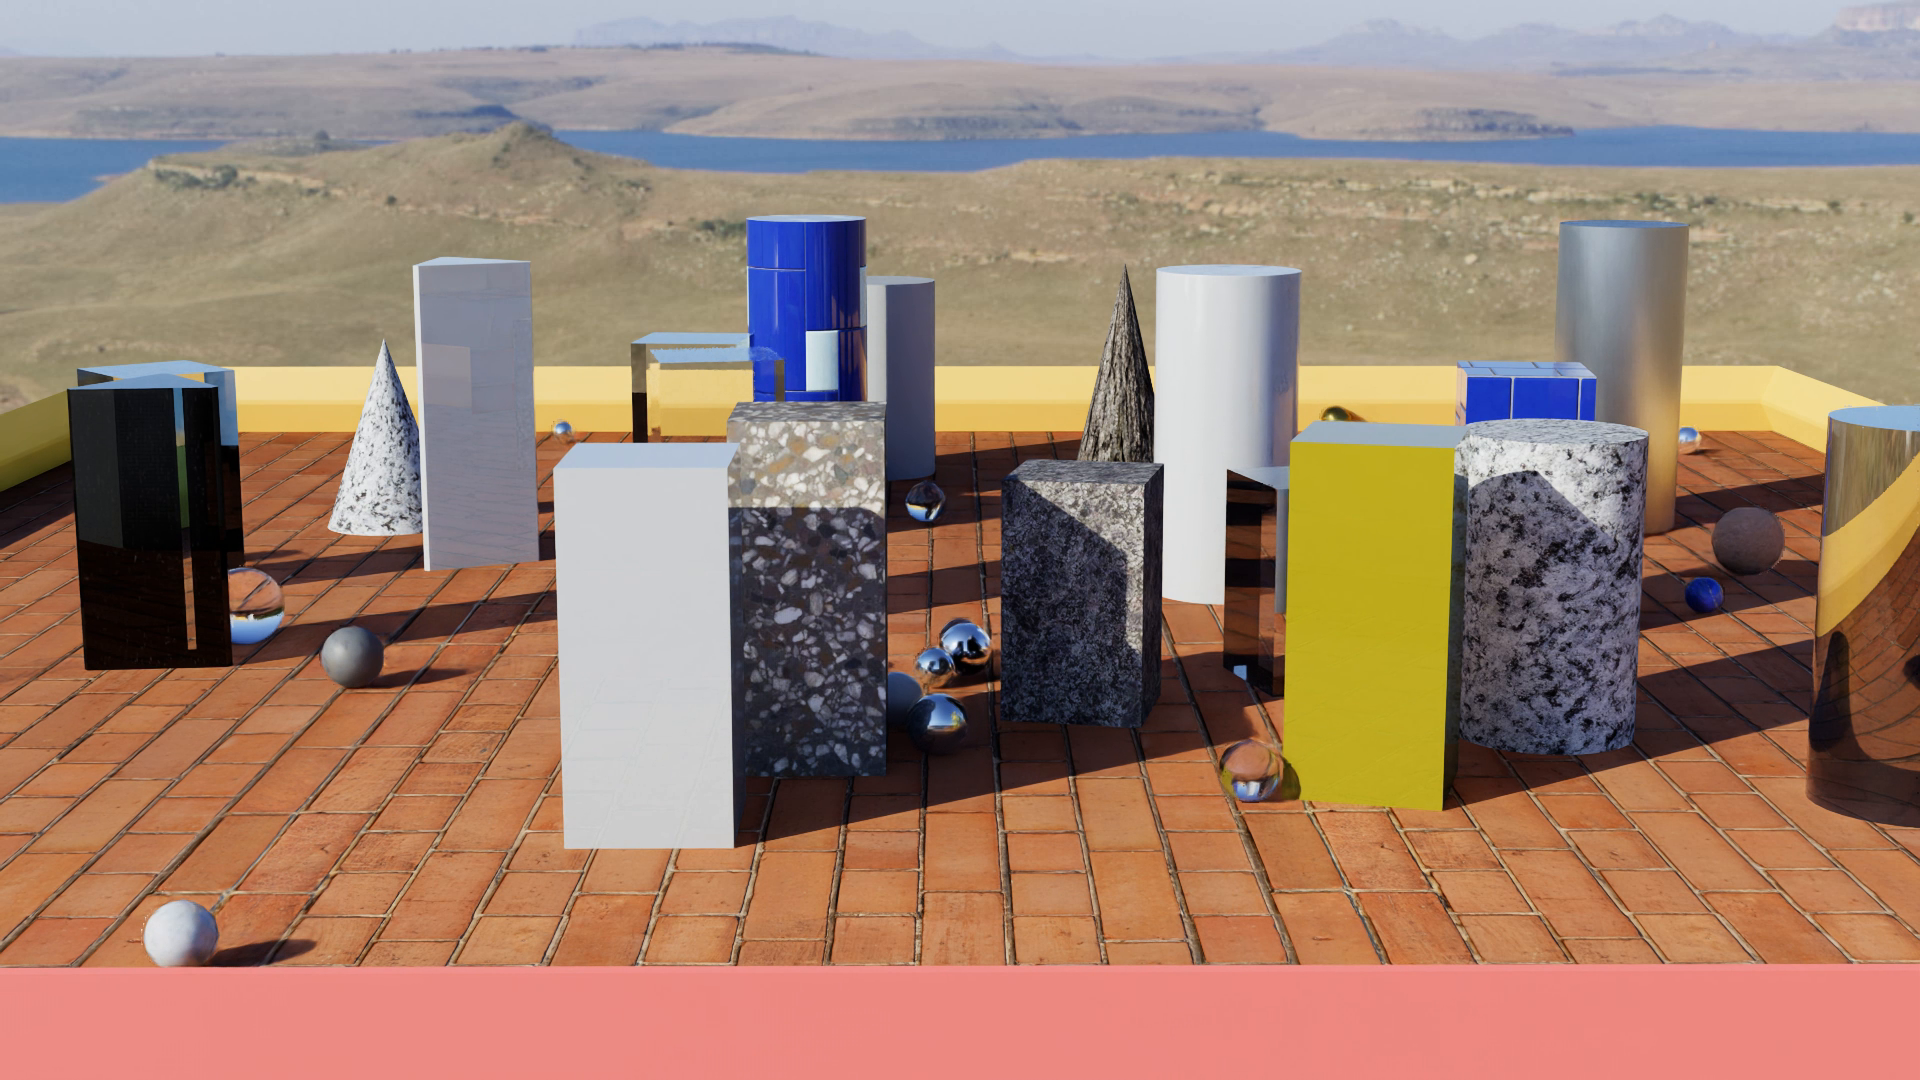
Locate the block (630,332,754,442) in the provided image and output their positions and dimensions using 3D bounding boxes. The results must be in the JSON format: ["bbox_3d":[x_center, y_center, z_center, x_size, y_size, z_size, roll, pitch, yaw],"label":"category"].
[{"bbox_3d":[-0.406,-0.152,3.939,0.160,0.317,0.160,1,11,5],"label":"block"}]

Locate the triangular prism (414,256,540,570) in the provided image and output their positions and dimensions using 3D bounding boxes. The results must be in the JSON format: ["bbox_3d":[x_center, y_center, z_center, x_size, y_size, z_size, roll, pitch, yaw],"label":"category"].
[{"bbox_3d":[-0.737,-0.193,3.811,0.173,0.444,0.150,-5,12,-27],"label":"triangular prism"}]

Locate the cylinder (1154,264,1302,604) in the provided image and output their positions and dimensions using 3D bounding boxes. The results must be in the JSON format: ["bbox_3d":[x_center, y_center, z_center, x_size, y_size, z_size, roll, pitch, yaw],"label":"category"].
[{"bbox_3d":[0.370,-0.150,3.568,0.199,0.449,0.199,0,10,0],"label":"cylinder"}]

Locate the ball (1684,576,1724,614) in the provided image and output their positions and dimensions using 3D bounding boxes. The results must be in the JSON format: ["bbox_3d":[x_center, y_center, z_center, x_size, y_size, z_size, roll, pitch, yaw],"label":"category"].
[{"bbox_3d":[1.002,0.074,3.452,0.050,0.050,0.050,0,10,0],"label":"ball"}]

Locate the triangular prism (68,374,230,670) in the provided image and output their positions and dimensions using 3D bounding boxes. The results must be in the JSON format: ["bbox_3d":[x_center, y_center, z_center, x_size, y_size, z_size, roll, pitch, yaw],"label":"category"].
[{"bbox_3d":[-0.991,-0.026,3.184,0.173,0.345,0.150,-1,11,-7],"label":"triangular prism"}]

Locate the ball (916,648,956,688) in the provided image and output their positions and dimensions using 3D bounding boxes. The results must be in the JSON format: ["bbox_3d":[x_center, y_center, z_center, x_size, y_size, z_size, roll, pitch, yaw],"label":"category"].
[{"bbox_3d":[-0.029,0.151,3.042,0.047,0.047,0.047,0,10,0],"label":"ball"}]

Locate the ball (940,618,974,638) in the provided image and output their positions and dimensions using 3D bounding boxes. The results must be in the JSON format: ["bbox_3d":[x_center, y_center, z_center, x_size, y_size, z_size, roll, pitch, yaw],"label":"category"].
[{"bbox_3d":[0.001,0.124,3.175,0.053,0.053,0.053,0,10,0],"label":"ball"}]

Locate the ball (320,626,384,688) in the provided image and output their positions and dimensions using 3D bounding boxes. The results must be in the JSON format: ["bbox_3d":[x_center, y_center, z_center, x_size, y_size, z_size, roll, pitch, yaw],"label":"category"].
[{"bbox_3d":[-0.720,0.139,3.040,0.073,0.073,0.073,0,10,0],"label":"ball"}]

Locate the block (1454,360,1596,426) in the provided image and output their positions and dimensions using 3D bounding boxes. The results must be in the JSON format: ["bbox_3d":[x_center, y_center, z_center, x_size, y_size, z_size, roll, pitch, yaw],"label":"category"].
[{"bbox_3d":[0.728,-0.053,3.338,0.160,0.342,0.160,1,11,6],"label":"block"}]

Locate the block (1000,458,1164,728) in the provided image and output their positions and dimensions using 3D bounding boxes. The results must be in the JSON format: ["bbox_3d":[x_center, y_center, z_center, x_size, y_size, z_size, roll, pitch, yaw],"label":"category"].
[{"bbox_3d":[0.141,0.057,2.926,0.160,0.274,0.160,2,11,12],"label":"block"}]

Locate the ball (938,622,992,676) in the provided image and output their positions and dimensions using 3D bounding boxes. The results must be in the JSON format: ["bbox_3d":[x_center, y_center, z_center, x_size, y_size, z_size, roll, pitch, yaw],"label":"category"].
[{"bbox_3d":[0.006,0.132,3.098,0.065,0.065,0.065,0,10,0],"label":"ball"}]

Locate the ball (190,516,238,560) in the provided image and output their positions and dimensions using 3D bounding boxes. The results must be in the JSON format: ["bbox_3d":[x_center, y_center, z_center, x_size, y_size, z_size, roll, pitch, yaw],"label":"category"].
[{"bbox_3d":[-1.111,-0.003,3.819,0.068,0.068,0.068,0,10,0],"label":"ball"}]

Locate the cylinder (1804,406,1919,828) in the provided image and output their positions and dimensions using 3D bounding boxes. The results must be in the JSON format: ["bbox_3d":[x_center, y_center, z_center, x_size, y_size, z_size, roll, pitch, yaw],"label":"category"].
[{"bbox_3d":[0.953,0.071,2.543,0.199,0.386,0.199,0,10,0],"label":"cylinder"}]

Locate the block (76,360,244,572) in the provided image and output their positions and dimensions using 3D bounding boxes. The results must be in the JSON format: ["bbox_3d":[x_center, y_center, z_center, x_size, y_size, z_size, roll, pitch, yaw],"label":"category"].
[{"bbox_3d":[-1.119,-0.085,3.598,0.160,0.310,0.160,-9,14,-40],"label":"block"}]

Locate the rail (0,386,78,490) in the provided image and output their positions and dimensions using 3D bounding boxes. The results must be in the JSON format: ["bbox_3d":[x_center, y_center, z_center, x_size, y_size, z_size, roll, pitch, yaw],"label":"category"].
[{"bbox_3d":[-1.634,0.035,3.439,0.045,0.130,3.494,0,10,0],"label":"rail"}]

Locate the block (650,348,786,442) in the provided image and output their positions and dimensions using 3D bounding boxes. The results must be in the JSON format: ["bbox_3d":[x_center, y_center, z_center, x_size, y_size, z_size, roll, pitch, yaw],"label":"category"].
[{"bbox_3d":[-0.319,-0.068,3.382,0.160,0.354,0.160,-2,11,-11],"label":"block"}]

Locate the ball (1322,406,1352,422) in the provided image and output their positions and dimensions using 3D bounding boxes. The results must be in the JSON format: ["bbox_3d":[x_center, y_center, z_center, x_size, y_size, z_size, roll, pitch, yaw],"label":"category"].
[{"bbox_3d":[0.751,-0.239,5.118,0.059,0.059,0.059,0,10,0],"label":"ball"}]

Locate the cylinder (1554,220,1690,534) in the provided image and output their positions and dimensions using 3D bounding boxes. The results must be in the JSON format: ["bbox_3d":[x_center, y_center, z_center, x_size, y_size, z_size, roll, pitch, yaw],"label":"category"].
[{"bbox_3d":[1.048,-0.263,4.091,0.199,0.480,0.199,0,10,0],"label":"cylinder"}]

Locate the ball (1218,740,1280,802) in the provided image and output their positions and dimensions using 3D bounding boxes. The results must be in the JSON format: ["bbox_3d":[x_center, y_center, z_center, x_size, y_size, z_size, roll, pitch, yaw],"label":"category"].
[{"bbox_3d":[0.290,0.231,2.570,0.062,0.062,0.062,0,10,0],"label":"ball"}]

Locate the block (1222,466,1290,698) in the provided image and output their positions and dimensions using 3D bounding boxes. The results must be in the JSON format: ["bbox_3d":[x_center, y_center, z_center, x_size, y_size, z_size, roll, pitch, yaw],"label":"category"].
[{"bbox_3d":[0.421,0.045,3.072,0.160,0.246,0.160,-3,11,-15],"label":"block"}]

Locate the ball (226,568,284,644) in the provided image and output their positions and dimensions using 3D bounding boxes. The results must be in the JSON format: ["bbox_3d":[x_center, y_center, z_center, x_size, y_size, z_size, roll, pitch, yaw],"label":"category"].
[{"bbox_3d":[-0.911,0.084,3.267,0.098,0.098,0.098,0,10,0],"label":"ball"}]

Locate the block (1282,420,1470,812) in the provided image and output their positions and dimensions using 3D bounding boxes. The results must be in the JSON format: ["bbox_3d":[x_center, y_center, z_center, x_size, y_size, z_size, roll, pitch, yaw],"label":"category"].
[{"bbox_3d":[0.423,0.072,2.604,0.160,0.363,0.160,3,11,16],"label":"block"}]

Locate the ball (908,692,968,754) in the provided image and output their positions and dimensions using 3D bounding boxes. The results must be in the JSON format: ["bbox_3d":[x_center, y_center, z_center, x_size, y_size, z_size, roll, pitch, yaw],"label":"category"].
[{"bbox_3d":[-0.023,0.197,2.746,0.066,0.066,0.066,0,10,0],"label":"ball"}]

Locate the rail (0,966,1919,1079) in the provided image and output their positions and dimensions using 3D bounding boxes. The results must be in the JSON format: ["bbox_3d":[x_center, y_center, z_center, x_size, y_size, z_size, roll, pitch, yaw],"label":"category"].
[{"bbox_3d":[0.010,0.347,1.754,3.315,0.130,0.045,0,10,0],"label":"rail"}]

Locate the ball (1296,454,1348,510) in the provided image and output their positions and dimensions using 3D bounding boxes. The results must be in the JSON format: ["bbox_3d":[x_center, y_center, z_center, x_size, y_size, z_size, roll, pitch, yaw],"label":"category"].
[{"bbox_3d":[0.594,-0.096,4.247,0.096,0.096,0.096,0,10,0],"label":"ball"}]

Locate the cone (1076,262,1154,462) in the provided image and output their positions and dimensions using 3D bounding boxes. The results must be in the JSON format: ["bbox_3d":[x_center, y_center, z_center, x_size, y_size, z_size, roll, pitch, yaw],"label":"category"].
[{"bbox_3d":[0.255,-0.221,4.011,0.199,0.427,0.199,0,10,0],"label":"cone"}]

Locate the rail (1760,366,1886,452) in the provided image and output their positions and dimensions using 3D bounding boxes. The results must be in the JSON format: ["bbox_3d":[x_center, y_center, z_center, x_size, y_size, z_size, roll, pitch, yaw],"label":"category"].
[{"bbox_3d":[1.634,0.032,3.458,0.045,0.130,3.494,0,10,0],"label":"rail"}]

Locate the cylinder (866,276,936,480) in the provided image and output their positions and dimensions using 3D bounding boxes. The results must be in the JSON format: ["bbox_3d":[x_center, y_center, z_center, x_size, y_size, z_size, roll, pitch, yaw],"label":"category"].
[{"bbox_3d":[-0.145,-0.294,4.628,0.199,0.348,0.199,0,10,0],"label":"cylinder"}]

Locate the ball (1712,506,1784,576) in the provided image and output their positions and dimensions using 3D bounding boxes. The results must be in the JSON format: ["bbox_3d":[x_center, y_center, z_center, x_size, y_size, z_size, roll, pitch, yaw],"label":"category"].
[{"bbox_3d":[1.139,0.001,3.710,0.100,0.100,0.100,0,10,0],"label":"ball"}]

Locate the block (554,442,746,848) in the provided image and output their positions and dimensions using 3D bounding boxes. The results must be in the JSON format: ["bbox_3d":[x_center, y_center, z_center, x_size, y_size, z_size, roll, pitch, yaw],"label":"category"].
[{"bbox_3d":[-0.294,0.098,2.464,0.160,0.363,0.160,0,10,-1],"label":"block"}]

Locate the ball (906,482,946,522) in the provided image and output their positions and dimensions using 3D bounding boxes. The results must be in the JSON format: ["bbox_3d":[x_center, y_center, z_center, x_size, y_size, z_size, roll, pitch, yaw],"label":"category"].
[{"bbox_3d":[-0.055,-0.061,4.144,0.065,0.065,0.065,0,10,0],"label":"ball"}]

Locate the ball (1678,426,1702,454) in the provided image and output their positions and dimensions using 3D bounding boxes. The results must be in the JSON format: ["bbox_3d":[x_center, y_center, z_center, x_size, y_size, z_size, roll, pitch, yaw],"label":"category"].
[{"bbox_3d":[1.381,-0.190,4.873,0.052,0.052,0.052,0,10,0],"label":"ball"}]

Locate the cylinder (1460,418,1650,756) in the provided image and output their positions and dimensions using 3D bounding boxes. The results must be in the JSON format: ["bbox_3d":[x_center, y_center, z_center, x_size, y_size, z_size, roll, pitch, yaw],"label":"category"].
[{"bbox_3d":[0.645,0.047,2.813,0.199,0.336,0.199,0,10,0],"label":"cylinder"}]

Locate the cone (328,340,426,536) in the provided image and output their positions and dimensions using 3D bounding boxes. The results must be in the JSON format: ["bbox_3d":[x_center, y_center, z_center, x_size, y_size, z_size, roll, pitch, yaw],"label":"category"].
[{"bbox_3d":[-0.914,-0.173,4.099,0.199,0.301,0.199,0,10,0],"label":"cone"}]

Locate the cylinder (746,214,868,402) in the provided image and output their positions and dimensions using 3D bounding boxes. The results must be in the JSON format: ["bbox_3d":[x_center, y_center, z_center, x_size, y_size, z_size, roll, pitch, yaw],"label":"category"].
[{"bbox_3d":[-0.255,-0.300,4.302,0.199,0.477,0.199,0,10,0],"label":"cylinder"}]

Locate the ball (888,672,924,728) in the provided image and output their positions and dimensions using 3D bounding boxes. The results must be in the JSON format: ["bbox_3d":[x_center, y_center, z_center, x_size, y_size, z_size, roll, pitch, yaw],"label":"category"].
[{"bbox_3d":[-0.072,0.178,2.859,0.062,0.062,0.062,0,10,0],"label":"ball"}]

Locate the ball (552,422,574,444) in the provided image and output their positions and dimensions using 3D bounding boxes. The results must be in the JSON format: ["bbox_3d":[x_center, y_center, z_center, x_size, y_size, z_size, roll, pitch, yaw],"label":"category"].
[{"bbox_3d":[-0.774,-0.210,5.009,0.043,0.043,0.043,0,10,0],"label":"ball"}]

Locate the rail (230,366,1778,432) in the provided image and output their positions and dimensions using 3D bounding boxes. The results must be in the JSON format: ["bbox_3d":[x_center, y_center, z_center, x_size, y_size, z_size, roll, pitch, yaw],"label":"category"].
[{"bbox_3d":[-0.010,-0.280,5.143,3.315,0.130,0.045,0,10,0],"label":"rail"}]

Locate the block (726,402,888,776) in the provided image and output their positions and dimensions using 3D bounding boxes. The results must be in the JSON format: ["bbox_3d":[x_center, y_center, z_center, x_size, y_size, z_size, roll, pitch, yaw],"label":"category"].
[{"bbox_3d":[-0.158,0.048,2.709,0.160,0.371,0.160,0,10,-1],"label":"block"}]

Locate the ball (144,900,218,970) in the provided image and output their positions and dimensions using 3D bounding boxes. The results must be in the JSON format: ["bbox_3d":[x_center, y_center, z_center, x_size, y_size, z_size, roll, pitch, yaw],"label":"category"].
[{"bbox_3d":[-0.633,0.322,2.087,0.059,0.059,0.059,0,10,0],"label":"ball"}]
